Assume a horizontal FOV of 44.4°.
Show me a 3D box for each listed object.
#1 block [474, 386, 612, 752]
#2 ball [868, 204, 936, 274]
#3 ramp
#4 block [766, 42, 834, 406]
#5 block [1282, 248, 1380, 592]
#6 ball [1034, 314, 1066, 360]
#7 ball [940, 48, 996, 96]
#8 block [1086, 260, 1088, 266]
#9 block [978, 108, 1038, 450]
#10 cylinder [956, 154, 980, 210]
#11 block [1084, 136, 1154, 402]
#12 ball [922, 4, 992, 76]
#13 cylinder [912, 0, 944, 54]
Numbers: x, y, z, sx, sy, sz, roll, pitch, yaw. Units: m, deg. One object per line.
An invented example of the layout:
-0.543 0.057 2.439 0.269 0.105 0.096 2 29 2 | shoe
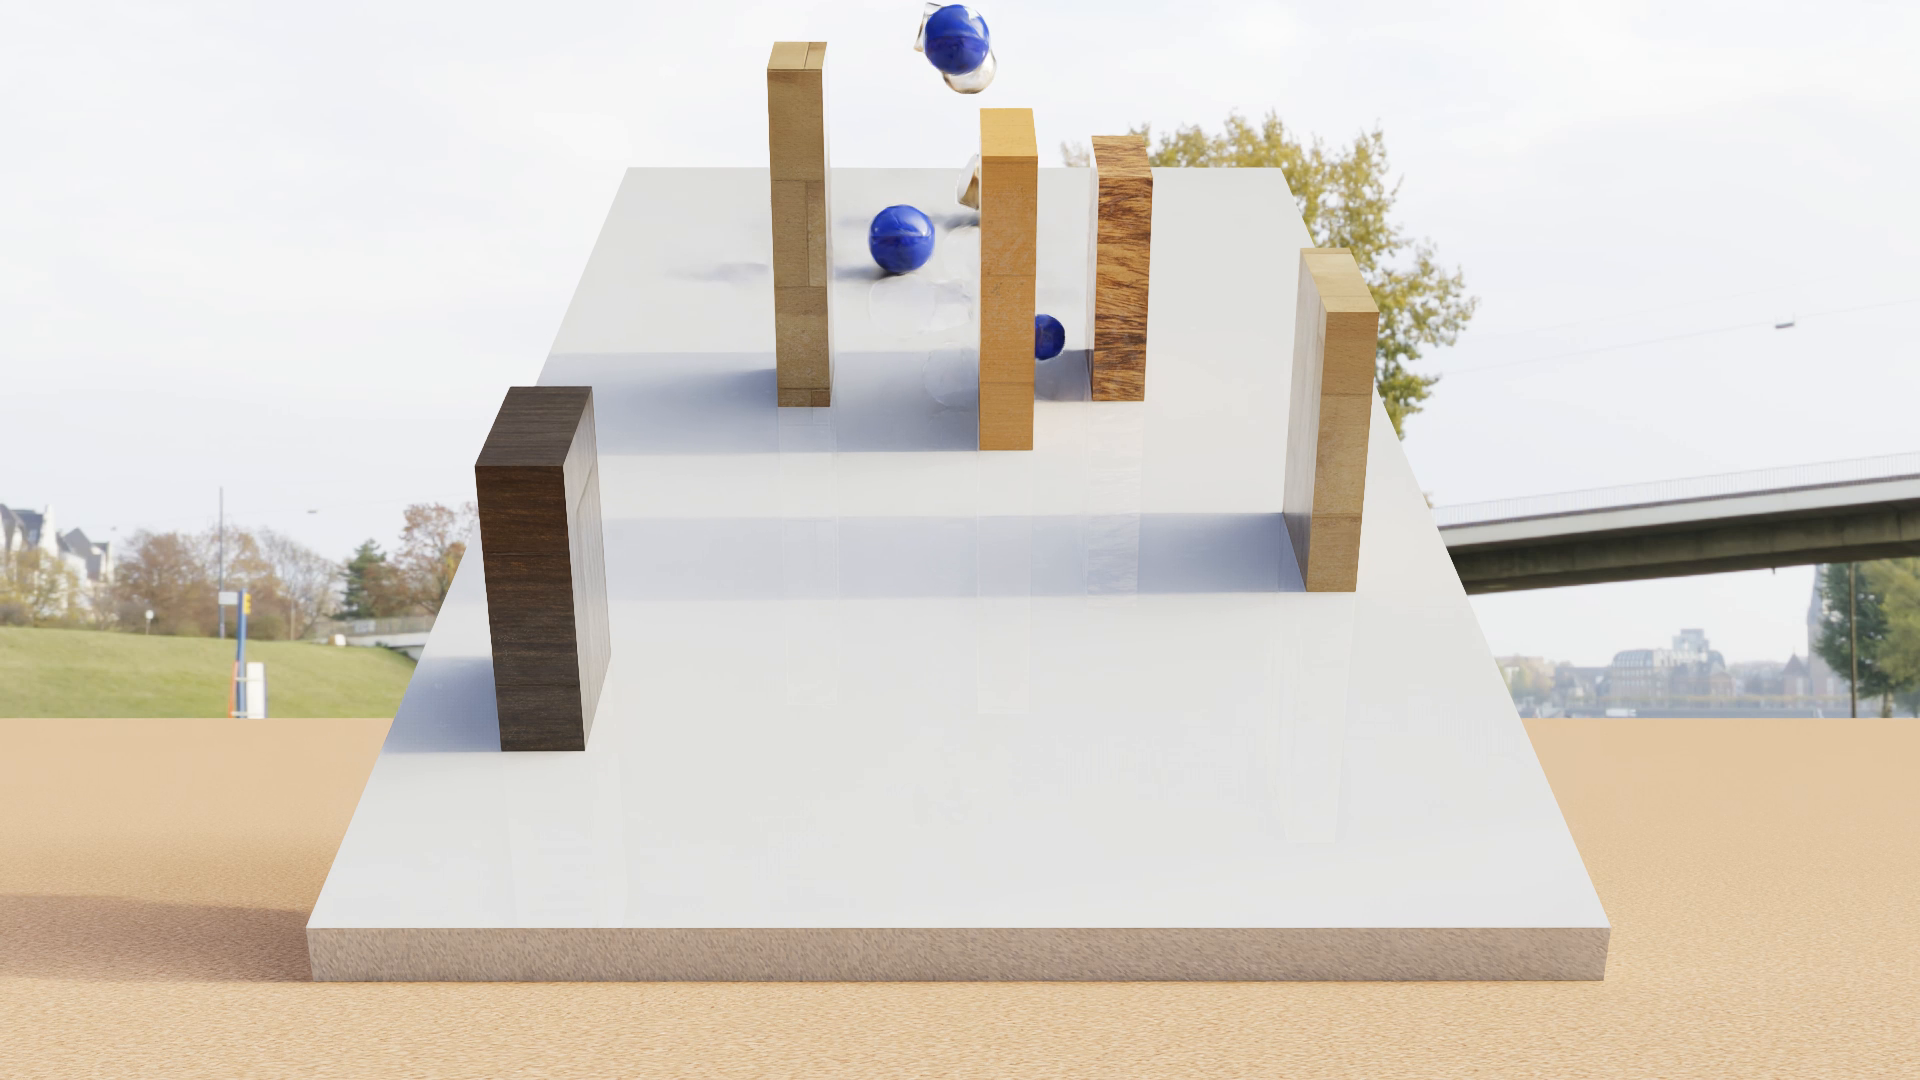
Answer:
-0.722 0.047 4.111 0.145 0.540 0.347 0 26 0 | block
-0.157 -0.805 6.295 0.184 0.184 0.184 0 -4 0 | ball
-0.009 -0.229 5.426 2.000 0.100 4.000 0 26 0 | ramp
-0.363 -0.723 5.416 0.121 0.797 0.249 0 26 0 | block
0.730 -0.242 4.668 0.098 0.584 0.371 0 26 0 | block
0.197 -0.482 5.581 0.108 0.108 0.108 0 -4 0 | ball
0.025 -1.438 7.138 0.173 0.173 0.173 0 -4 0 | ball
0.403 -0.771 6.145 0.114 0.114 0.114 17 -8 4 | block
0.104 -0.587 5.275 0.119 0.676 0.377 0 26 0 | block
0.087 -1.004 6.692 0.150 0.150 0.150 19 -9 -13 | cylinder
0.371 -0.643 5.549 0.122 0.542 0.342 0 26 0 | block
-0.010 -1.399 6.584 0.195 0.195 0.195 0 -4 0 | ball
-0.048 -1.505 6.974 0.149 0.149 0.149 15 -6 -6 | cylinder
